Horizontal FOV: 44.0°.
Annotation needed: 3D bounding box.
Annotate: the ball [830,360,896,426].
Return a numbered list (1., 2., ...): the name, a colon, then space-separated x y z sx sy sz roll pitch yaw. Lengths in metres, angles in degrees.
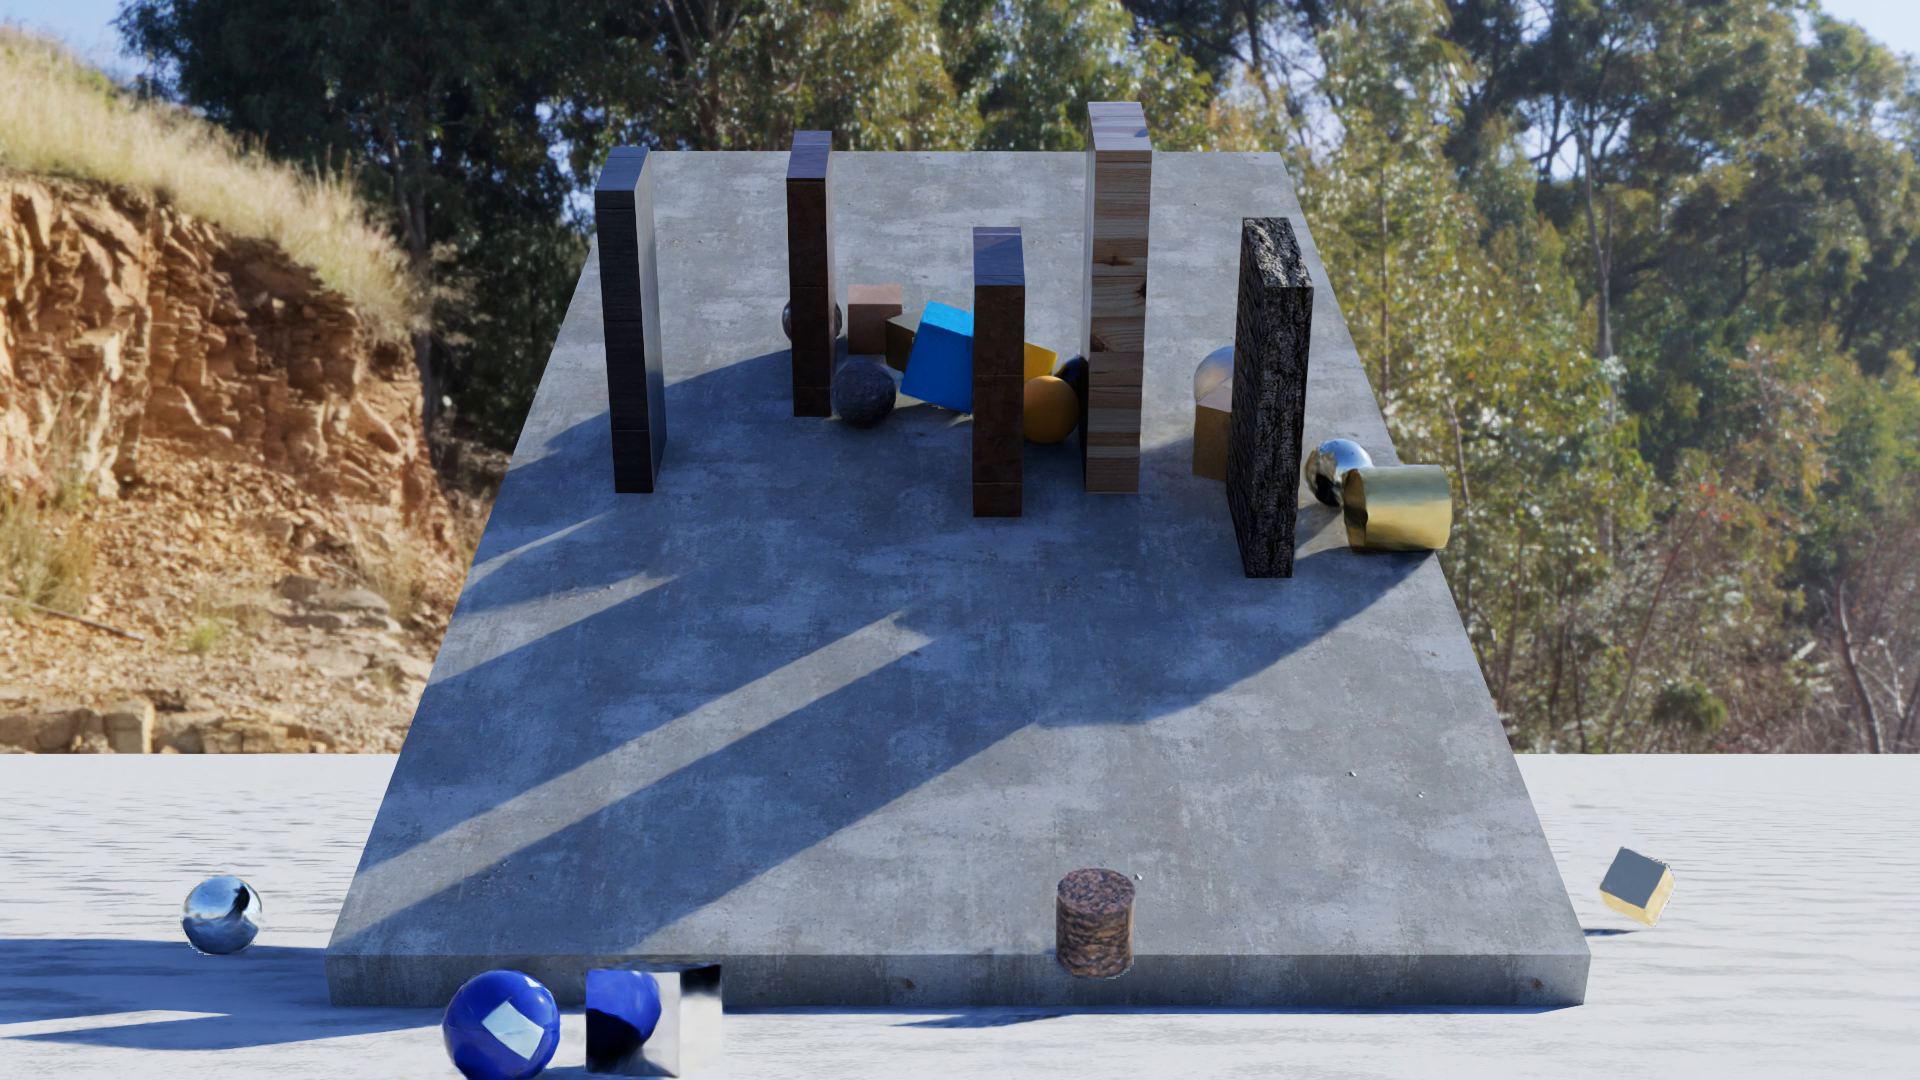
1. ball: -0.223 -0.338 5.495 0.151 0.151 0.151 0 -5 0

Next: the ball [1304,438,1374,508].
1. ball: 0.818 -0.145 5.132 0.148 0.148 0.148 0 -5 0

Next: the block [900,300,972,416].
1. block: -0.022 -0.428 5.570 0.181 0.181 0.181 17 22 -1

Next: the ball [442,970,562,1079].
1. ball: -0.555 0.592 2.882 0.142 0.142 0.142 0 -5 0

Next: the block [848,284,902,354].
1. block: -0.210 -0.551 5.921 0.134 0.134 0.134 0 28 -1

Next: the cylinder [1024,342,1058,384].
1. cylinder: 0.137 -0.385 5.535 0.146 0.146 0.146 17 2 -1

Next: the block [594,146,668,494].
1. block: -0.712 -0.476 5.170 0.082 0.694 0.287 0 28 0

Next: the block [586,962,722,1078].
1. block: -0.391 0.613 3.048 0.129 0.129 0.129 -2 -5 18

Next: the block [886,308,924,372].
1. block: -0.096 -0.480 5.803 0.119 0.119 0.119 -23 36 -38

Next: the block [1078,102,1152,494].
1. block: 0.333 -0.524 5.173 0.115 0.781 0.330 0 28 0

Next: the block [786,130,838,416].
1. block: -0.345 -0.625 5.577 0.087 0.584 0.338 0 28 0

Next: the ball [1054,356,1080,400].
1. ball: 0.287 -0.354 5.531 0.149 0.149 0.149 0 -5 0

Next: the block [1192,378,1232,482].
1. block: 0.635 -0.234 5.279 0.171 0.171 0.171 16 31 28

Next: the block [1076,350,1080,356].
1. block: 0.350 -0.397 5.644 0.122 0.122 0.122 11 29 20

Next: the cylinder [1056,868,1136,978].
1. cylinder: 0.212 0.600 3.728 0.122 0.122 0.122 0 28 0

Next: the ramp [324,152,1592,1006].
1. ramp: -0.011 -0.225 5.550 2.000 0.100 4.000 0 28 0

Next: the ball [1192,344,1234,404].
1. ball: 0.632 -0.351 5.458 0.195 0.195 0.195 0 -5 0

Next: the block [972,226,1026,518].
1. block: 0.080 -0.365 5.136 0.104 0.531 0.347 0 28 0

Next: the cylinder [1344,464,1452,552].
1. cylinder: 0.909 -0.066 4.948 0.178 0.178 0.178 -3 -5 -6

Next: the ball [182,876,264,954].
1. ball: -1.469 0.747 4.737 0.156 0.156 0.156 0 -5 0

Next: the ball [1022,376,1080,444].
1. ball: 0.197 -0.296 5.413 0.155 0.155 0.155 0 -5 0

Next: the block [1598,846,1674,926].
1. block: 1.530 0.783 5.376 0.113 0.113 0.113 24 -16 35

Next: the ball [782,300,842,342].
1. ball: -0.367 -0.545 5.894 0.150 0.150 0.150 0 -5 0

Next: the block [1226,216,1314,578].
1. block: 0.632 -0.295 4.893 0.094 0.636 0.394 0 28 0
